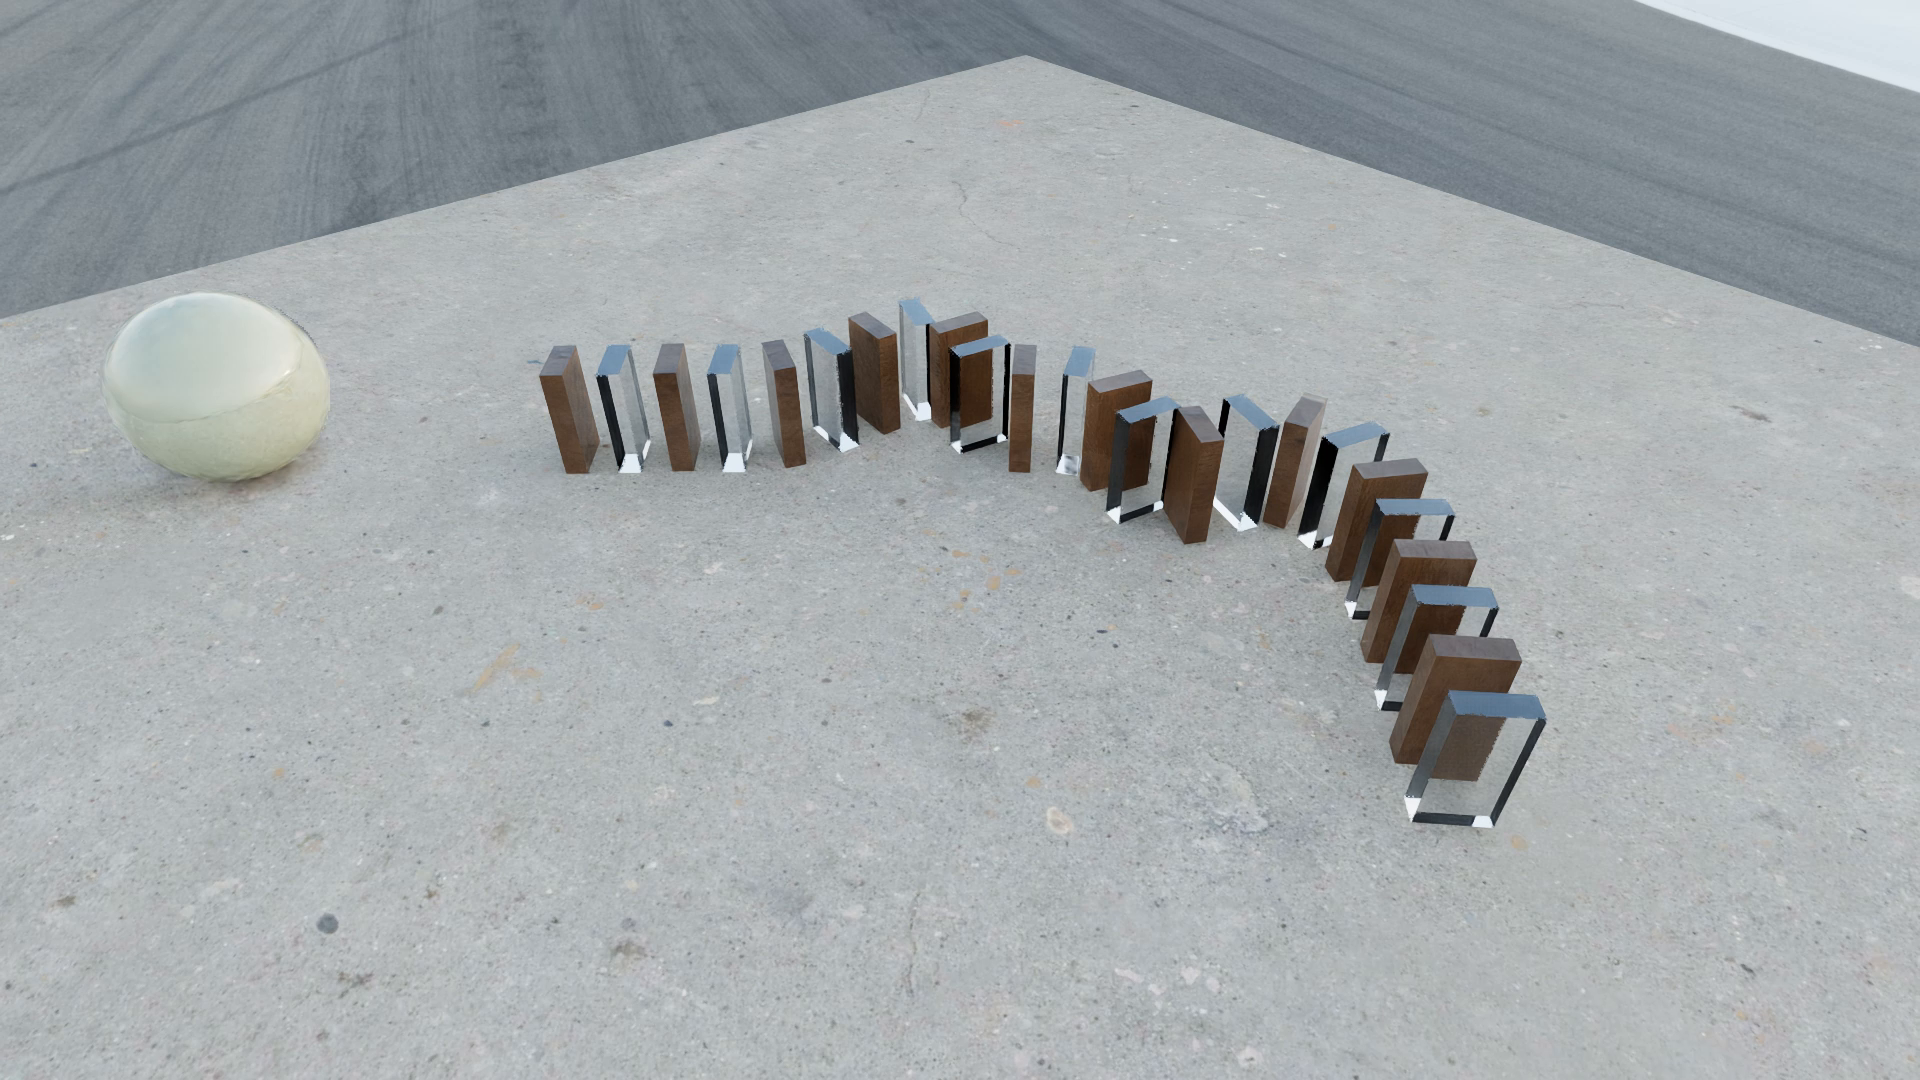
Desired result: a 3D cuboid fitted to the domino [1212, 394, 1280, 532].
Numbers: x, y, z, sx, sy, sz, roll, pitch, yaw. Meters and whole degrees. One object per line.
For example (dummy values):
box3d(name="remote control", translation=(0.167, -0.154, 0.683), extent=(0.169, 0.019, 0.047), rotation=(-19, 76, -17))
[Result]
box3d(name="domino", translation=(0.115, -0.031, 0.450), extent=(0.010, 0.050, 0.025), rotation=(-15, 42, -17))

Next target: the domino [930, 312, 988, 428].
box3d(name="domino", translation=(-0.001, -0.078, 0.507), extent=(0.025, 0.050, 0.009), rotation=(-21, 44, -23))

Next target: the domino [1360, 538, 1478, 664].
box3d(name="domino", translation=(0.159, 0.022, 0.384), extent=(0.025, 0.050, 0.010), rotation=(2, 39, 2))

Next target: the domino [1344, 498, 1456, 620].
box3d(name="domino", translation=(0.160, 0.008, 0.402), extent=(0.025, 0.050, 0.010), rotation=(0, 39, 0))

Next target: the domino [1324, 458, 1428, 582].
box3d(name="domino", translation=(0.158, -0.007, 0.420), extent=(0.025, 0.050, 0.010), rotation=(-6, 40, -7))

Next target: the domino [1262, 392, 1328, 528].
box3d(name="domino", translation=(0.137, -0.032, 0.451), extent=(0.010, 0.050, 0.025), rotation=(21, 44, 24))

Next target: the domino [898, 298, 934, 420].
box3d(name="domino", translation=(-0.020, -0.084, 0.514), extent=(0.009, 0.050, 0.025), rotation=(-13, 41, -15))

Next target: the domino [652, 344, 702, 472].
box3d(name="domino", translation=(-0.124, -0.058, 0.482), extent=(0.010, 0.050, 0.025), rotation=(-2, 39, -2))

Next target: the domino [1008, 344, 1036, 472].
box3d(name="domino", translation=(0.027, -0.057, 0.481), extent=(0.009, 0.050, 0.025), rotation=(3, 39, 4))

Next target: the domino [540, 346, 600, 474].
box3d(name="domino", translation=(-0.170, -0.057, 0.481), extent=(0.010, 0.050, 0.025), rotation=(-1, 39, -2))

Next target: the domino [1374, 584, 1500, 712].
box3d(name="domino", translation=(0.158, 0.037, 0.366), extent=(0.025, 0.050, 0.009), rotation=(3, 39, 3))

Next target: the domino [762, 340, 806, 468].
box3d(name="domino", translation=(-0.077, -0.060, 0.484), extent=(0.009, 0.050, 0.025), rotation=(-13, 41, -15))

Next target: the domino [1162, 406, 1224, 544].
box3d(name="domino", translation=(0.093, -0.026, 0.443), extent=(0.010, 0.050, 0.025), rotation=(-8, 40, -10))

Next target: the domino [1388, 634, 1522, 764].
box3d(name="domino", translation=(0.156, 0.052, 0.348), extent=(0.025, 0.050, 0.009), rotation=(3, 39, 4))

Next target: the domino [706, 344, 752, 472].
box3d(name="domino", translation=(-0.100, -0.057, 0.482), extent=(0.010, 0.050, 0.025), rotation=(0, 39, 0))

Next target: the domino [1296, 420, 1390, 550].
box3d(name="domino", translation=(0.152, -0.021, 0.437), extent=(0.025, 0.050, 0.009), rotation=(-16, 42, -19))

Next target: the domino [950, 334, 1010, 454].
box3d(name="domino", translation=(0.009, -0.065, 0.490), extent=(0.025, 0.050, 0.010), rotation=(-19, 43, -22))

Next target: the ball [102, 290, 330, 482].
box3d(name="ball", translation=(-0.314, -0.065, 0.467), extent=(0.080, 0.080, 0.080), rotation=(0, 39, 0))

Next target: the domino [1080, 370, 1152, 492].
box3d(name="domino", translation=(0.066, -0.046, 0.468), extent=(0.025, 0.050, 0.009), rotation=(-16, 42, -18))

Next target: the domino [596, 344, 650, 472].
box3d(name="domino", translation=(-0.147, -0.057, 0.481), extent=(0.009, 0.050, 0.025), rotation=(-1, 39, -2))

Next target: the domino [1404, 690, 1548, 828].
box3d(name="domino", translation=(0.154, 0.066, 0.330), extent=(0.025, 0.050, 0.009), rotation=(3, 39, 4))

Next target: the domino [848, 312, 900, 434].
box3d(name="domino", translation=(-0.039, -0.076, 0.504), extent=(0.009, 0.050, 0.025), rotation=(-25, 46, -28))

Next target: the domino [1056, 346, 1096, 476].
box3d(name="domino", translation=(0.051, -0.056, 0.480), extent=(0.010, 0.050, 0.025), rotation=(10, 40, 12))

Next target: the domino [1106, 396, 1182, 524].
box3d(name="domino", translation=(0.075, -0.032, 0.451), extent=(0.025, 0.050, 0.009), rotation=(-19, 43, -22))

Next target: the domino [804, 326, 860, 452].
box3d(name="domino", translation=(-0.058, -0.067, 0.494), extent=(0.009, 0.050, 0.025), rotation=(-25, 46, -28))
